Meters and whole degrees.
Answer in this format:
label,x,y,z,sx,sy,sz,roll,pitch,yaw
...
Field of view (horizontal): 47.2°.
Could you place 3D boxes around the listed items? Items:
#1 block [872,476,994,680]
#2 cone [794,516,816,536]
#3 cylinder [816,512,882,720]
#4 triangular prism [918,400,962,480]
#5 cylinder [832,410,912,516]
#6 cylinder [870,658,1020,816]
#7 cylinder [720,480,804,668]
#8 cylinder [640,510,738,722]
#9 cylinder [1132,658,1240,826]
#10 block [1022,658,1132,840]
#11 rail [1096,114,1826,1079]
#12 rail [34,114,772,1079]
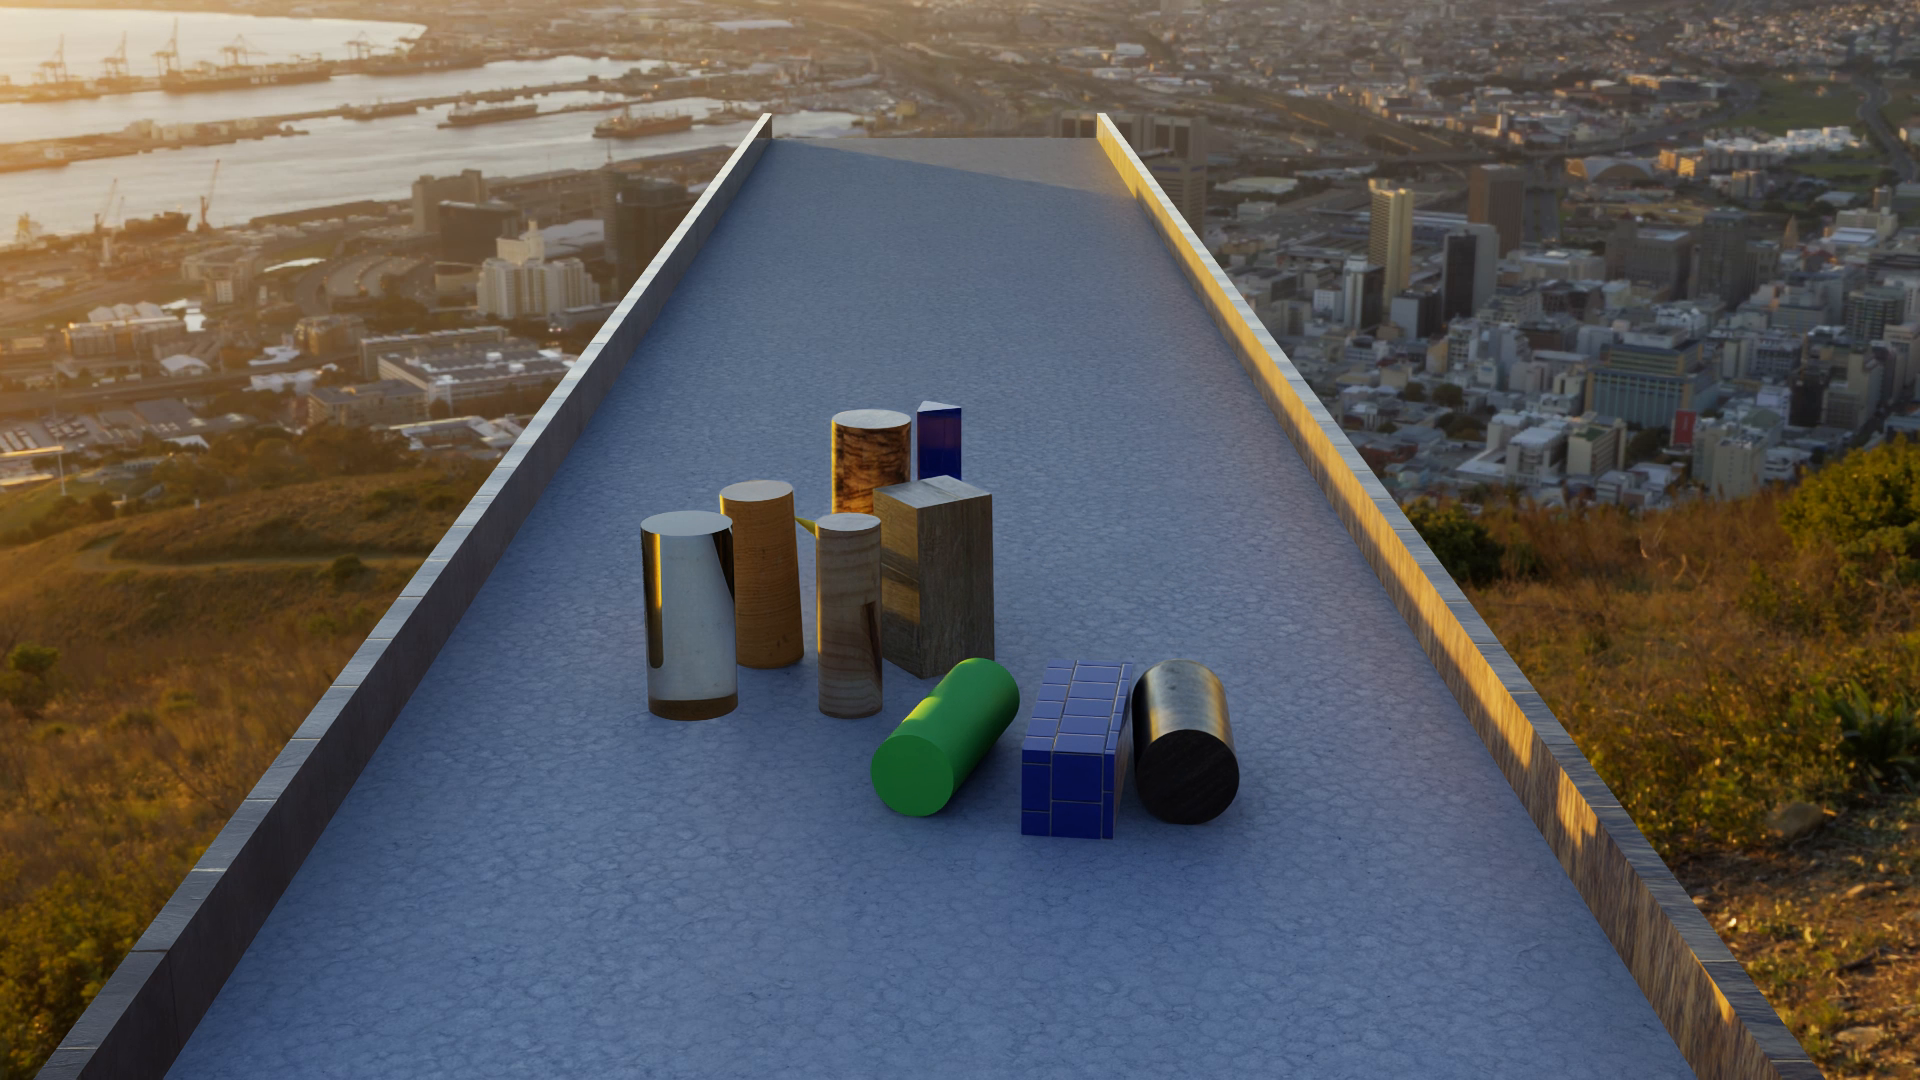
label,x,y,z,sx,sy,sz,roll,pitch,yaw
block,-0.051,0.071,4.366,0.171,0.350,0.171,-11,20,-30
cone,-0.181,0.033,4.487,0.413,0.165,0.165,27,2,-30
cylinder,-0.206,0.141,4.109,0.121,0.366,0.121,0,17,0
triangular prism,-0.061,-0.107,4.892,0.103,0.396,0.089,-7,18,-22
cylinder,-0.187,-0.048,4.635,0.165,0.427,0.165,1,17,0
cylinder,-0.020,0.338,3.834,0.146,0.146,0.397,5,17,17
cylinder,-0.393,0.068,4.378,0.144,0.348,0.144,-2,18,1
cylinder,-0.506,0.141,4.123,0.170,0.359,0.170,0,17,0
cylinder,0.383,0.342,3.779,0.170,0.170,0.343,1,17,3
block,0.206,0.352,3.780,0.150,0.150,0.440,2,17,8
rail,0.932,-0.844,7.801,0.050,0.150,12.000,0,17,-1
rail,-1.118,-0.838,7.780,0.050,0.150,12.000,0,17,-1
